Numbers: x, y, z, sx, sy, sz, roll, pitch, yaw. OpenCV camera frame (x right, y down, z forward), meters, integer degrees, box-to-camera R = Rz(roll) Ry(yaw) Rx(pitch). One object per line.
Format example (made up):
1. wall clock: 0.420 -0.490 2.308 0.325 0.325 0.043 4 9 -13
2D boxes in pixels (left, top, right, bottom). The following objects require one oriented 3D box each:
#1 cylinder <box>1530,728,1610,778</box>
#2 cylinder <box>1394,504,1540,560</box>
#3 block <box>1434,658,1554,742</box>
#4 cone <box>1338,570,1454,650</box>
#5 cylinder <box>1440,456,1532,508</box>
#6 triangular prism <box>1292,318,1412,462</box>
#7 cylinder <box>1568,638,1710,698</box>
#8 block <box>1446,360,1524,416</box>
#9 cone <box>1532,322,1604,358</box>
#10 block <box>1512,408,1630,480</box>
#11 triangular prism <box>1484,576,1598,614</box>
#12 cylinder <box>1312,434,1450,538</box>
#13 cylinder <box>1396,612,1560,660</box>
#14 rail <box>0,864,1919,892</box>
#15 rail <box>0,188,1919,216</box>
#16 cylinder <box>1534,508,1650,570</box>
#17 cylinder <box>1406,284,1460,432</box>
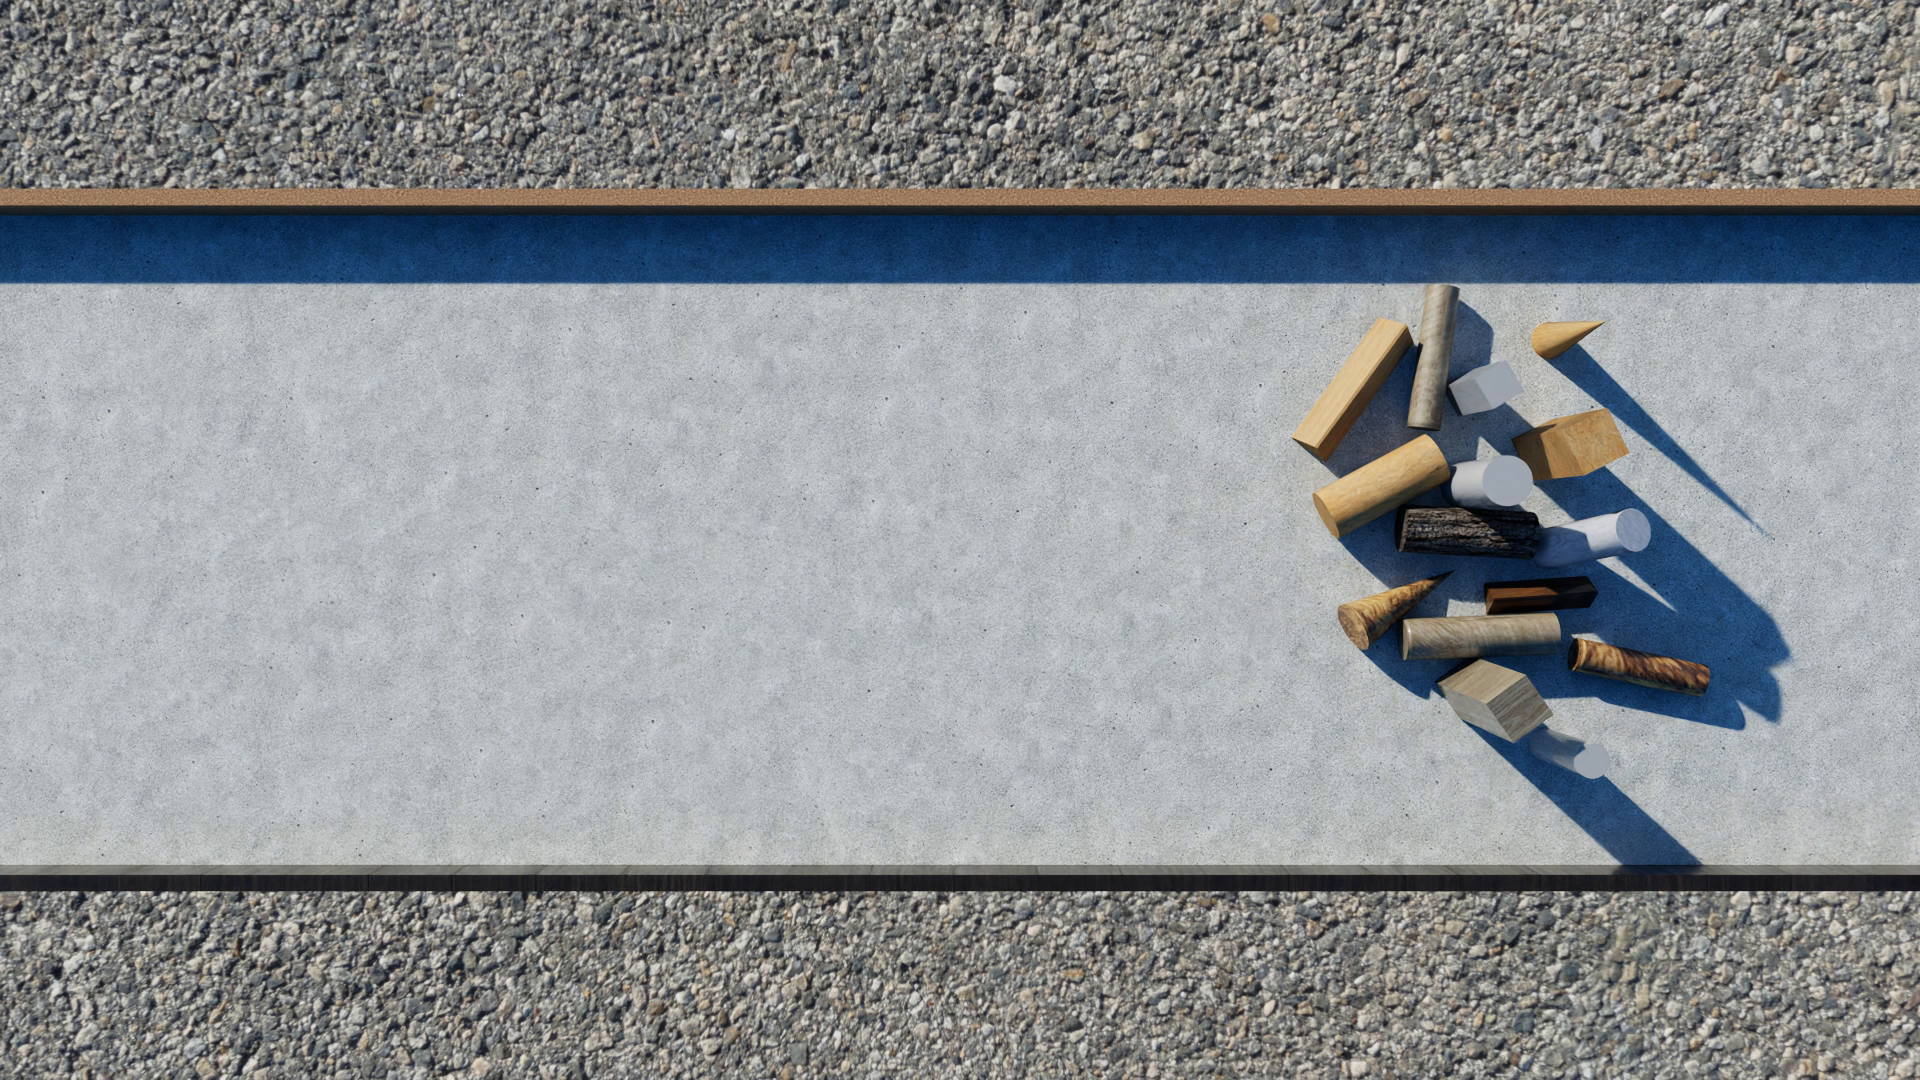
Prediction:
1. cylinder: 1.802 0.630 4.889 0.101 0.376 0.101 0 90 0
2. cylinder: 1.536 -0.024 5.004 0.397 0.144 0.144 3 90 0
3. block: 1.561 0.463 4.847 0.138 0.452 0.138 -36 94 0
4. cone: 1.359 0.178 5.039 0.385 0.154 0.154 -27 90 -11
5. cylinder: 1.549 -0.168 4.871 0.144 0.411 0.144 0 90 0
6. triangular prism: 1.207 -0.462 5.017 0.129 0.112 0.458 36 90 0
7. cylinder: 2.066 0.389 5.026 0.396 0.102 0.102 12 90 0
8. block: 1.554 -0.450 4.914 0.104 0.323 0.104 -31 91 0
9. cone: 1.815 -0.614 4.853 0.113 0.447 0.113 0 90 0
10. block: 1.791 -0.277 4.861 0.142 0.431 0.142 -26 90 0
11. triangular prism: 1.774 0.169 5.033 0.316 0.083 0.095 -4 90 0
12. cylinder: 1.275 -0.163 4.998 0.378 0.157 0.157 -28 90 0
13. cylinder: 1.574 0.293 5.013 0.459 0.128 0.128 -2 90 0
14. rail: -2.247 1.025 5.001 12.000 0.150 0.050 0 90 0
15. rail: -2.247 -1.025 5.002 12.000 0.150 0.050 0 90 0
16. cylinder: 1.861 -0.001 4.882 0.125 0.369 0.125 3 80 -20
17. cylinder: 1.443 -0.554 5.026 0.100 0.100 0.434 8 90 0
